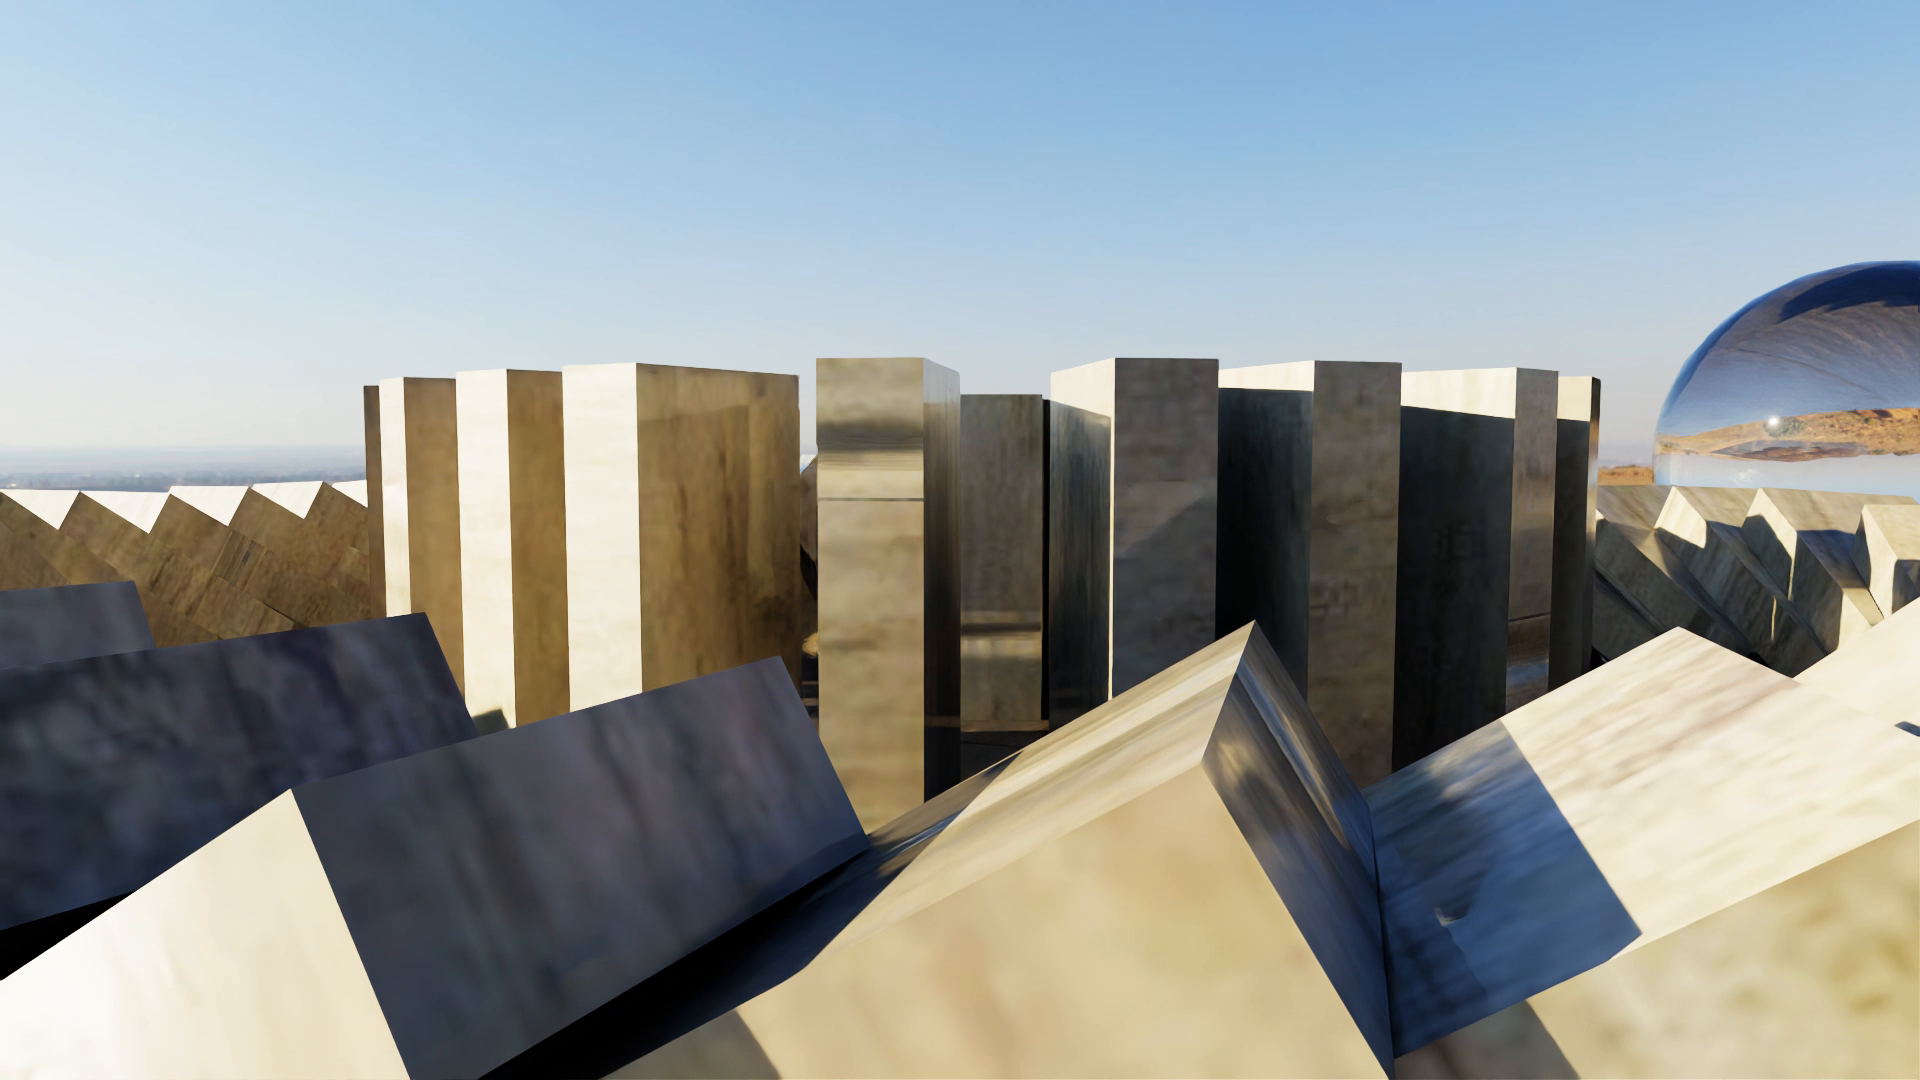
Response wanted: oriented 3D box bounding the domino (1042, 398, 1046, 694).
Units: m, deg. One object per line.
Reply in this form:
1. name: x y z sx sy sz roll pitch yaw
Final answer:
1. domino: 0.001 0.001 0.219 0.025 0.050 0.010 2 5 28

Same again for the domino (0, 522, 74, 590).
1. domino: -0.146 0.010 0.189 0.025 0.009 0.050 -1 -31 -3

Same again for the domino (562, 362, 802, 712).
1. domino: -0.028 0.008 0.134 0.009 0.050 0.025 2 5 30

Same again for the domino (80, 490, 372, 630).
1. domino: -0.143 0.007 0.250 0.025 0.009 0.050 2 -26 23

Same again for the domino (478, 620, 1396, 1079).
1. domino: -0.008 0.021 0.052 0.050 0.009 0.025 -32 -4 16

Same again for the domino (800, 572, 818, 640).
1. domino: -0.050 -0.002 0.271 0.025 0.050 0.009 5 37 48

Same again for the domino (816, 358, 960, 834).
1. domino: -0.006 0.008 0.126 0.009 0.050 0.025 1 4 8

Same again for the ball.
1. ball: 0.189 -0.018 0.267 0.080 0.080 0.080 0 4 0

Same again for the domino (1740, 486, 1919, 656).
1. domino: 0.147 0.010 0.201 0.025 0.009 0.050 4 35 3

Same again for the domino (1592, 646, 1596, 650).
1. domino: 0.112 0.005 0.274 0.025 0.009 0.050 -1 34 -33

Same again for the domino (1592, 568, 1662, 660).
1. domino: 0.125 0.007 0.256 0.025 0.010 0.050 -2 34 -25

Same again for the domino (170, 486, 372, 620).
1. domino: -0.137 0.005 0.267 0.025 0.010 0.050 1 -27 29

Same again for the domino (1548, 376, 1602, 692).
1. domino: 0.062 0.006 0.155 0.025 0.050 0.009 3 5 32

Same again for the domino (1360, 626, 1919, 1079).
1. domino: 0.010 0.022 0.049 0.050 0.009 0.025 -32 -3 13

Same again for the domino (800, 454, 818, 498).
1. domino: -0.019 0.000 0.298 0.050 0.009 0.025 41 -6 -13

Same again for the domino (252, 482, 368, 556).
1. domino: -0.129 0.004 0.284 0.025 0.009 0.050 0 -27 32

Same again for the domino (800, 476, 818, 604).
1. domino: -0.036 -0.001 0.284 0.009 0.050 0.025 -47 27 -23

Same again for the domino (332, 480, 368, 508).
1. domino: -0.121 0.002 0.301 0.025 0.009 0.050 -1 -28 40

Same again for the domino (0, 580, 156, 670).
1. domino: -0.067 0.020 0.071 0.050 0.010 0.025 -36 -17 32

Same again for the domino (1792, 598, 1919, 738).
1. domino: 0.032 0.021 0.053 0.050 0.010 0.025 -33 6 1

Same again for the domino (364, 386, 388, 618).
1. domino: -0.067 0.004 0.175 0.025 0.050 0.009 -2 5 -21

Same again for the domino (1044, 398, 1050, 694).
1. domino: 0.012 0.000 0.229 0.009 0.050 0.025 -3 5 -33

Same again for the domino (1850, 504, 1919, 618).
1. domino: 0.146 0.013 0.177 0.025 0.009 0.050 1 34 15

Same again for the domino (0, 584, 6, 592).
1. domino: -0.142 0.011 0.170 0.025 0.009 0.050 -4 -31 -10

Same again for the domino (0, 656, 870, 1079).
1. domino: -0.031 0.022 0.056 0.050 0.009 0.025 -30 -9 24

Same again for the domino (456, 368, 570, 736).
1. domino: -0.041 0.007 0.143 0.009 0.050 0.025 3 6 39

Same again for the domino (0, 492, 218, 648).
1. domino: -0.150 0.009 0.209 0.025 0.009 0.050 1 -30 11

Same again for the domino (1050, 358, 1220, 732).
1. domino: 0.016 0.008 0.127 0.009 0.050 0.025 -1 4 -9

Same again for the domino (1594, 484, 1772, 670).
1. domino: 0.136 0.008 0.238 0.025 0.010 0.050 -1 36 -15

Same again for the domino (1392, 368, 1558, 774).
1. domino: 0.050 0.007 0.140 0.009 0.050 0.025 -4 6 -41

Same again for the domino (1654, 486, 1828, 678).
1. domino: 0.145 0.009 0.220 0.025 0.009 0.050 2 35 -4

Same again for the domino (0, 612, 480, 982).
1. domino: -0.049 0.021 0.063 0.050 0.010 0.025 -33 -12 26

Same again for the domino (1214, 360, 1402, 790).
1. domino: 0.032 0.008 0.131 0.010 0.050 0.025 -1 5 -19

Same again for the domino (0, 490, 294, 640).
1. domino: -0.148 0.008 0.229 0.025 0.010 0.050 1 -28 18

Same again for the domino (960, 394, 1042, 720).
1. domino: 0.000 0.002 0.201 0.025 0.050 0.009 0 4 0

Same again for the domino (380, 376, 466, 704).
1. domino: -0.056 0.006 0.157 0.025 0.050 0.010 -3 6 -39
